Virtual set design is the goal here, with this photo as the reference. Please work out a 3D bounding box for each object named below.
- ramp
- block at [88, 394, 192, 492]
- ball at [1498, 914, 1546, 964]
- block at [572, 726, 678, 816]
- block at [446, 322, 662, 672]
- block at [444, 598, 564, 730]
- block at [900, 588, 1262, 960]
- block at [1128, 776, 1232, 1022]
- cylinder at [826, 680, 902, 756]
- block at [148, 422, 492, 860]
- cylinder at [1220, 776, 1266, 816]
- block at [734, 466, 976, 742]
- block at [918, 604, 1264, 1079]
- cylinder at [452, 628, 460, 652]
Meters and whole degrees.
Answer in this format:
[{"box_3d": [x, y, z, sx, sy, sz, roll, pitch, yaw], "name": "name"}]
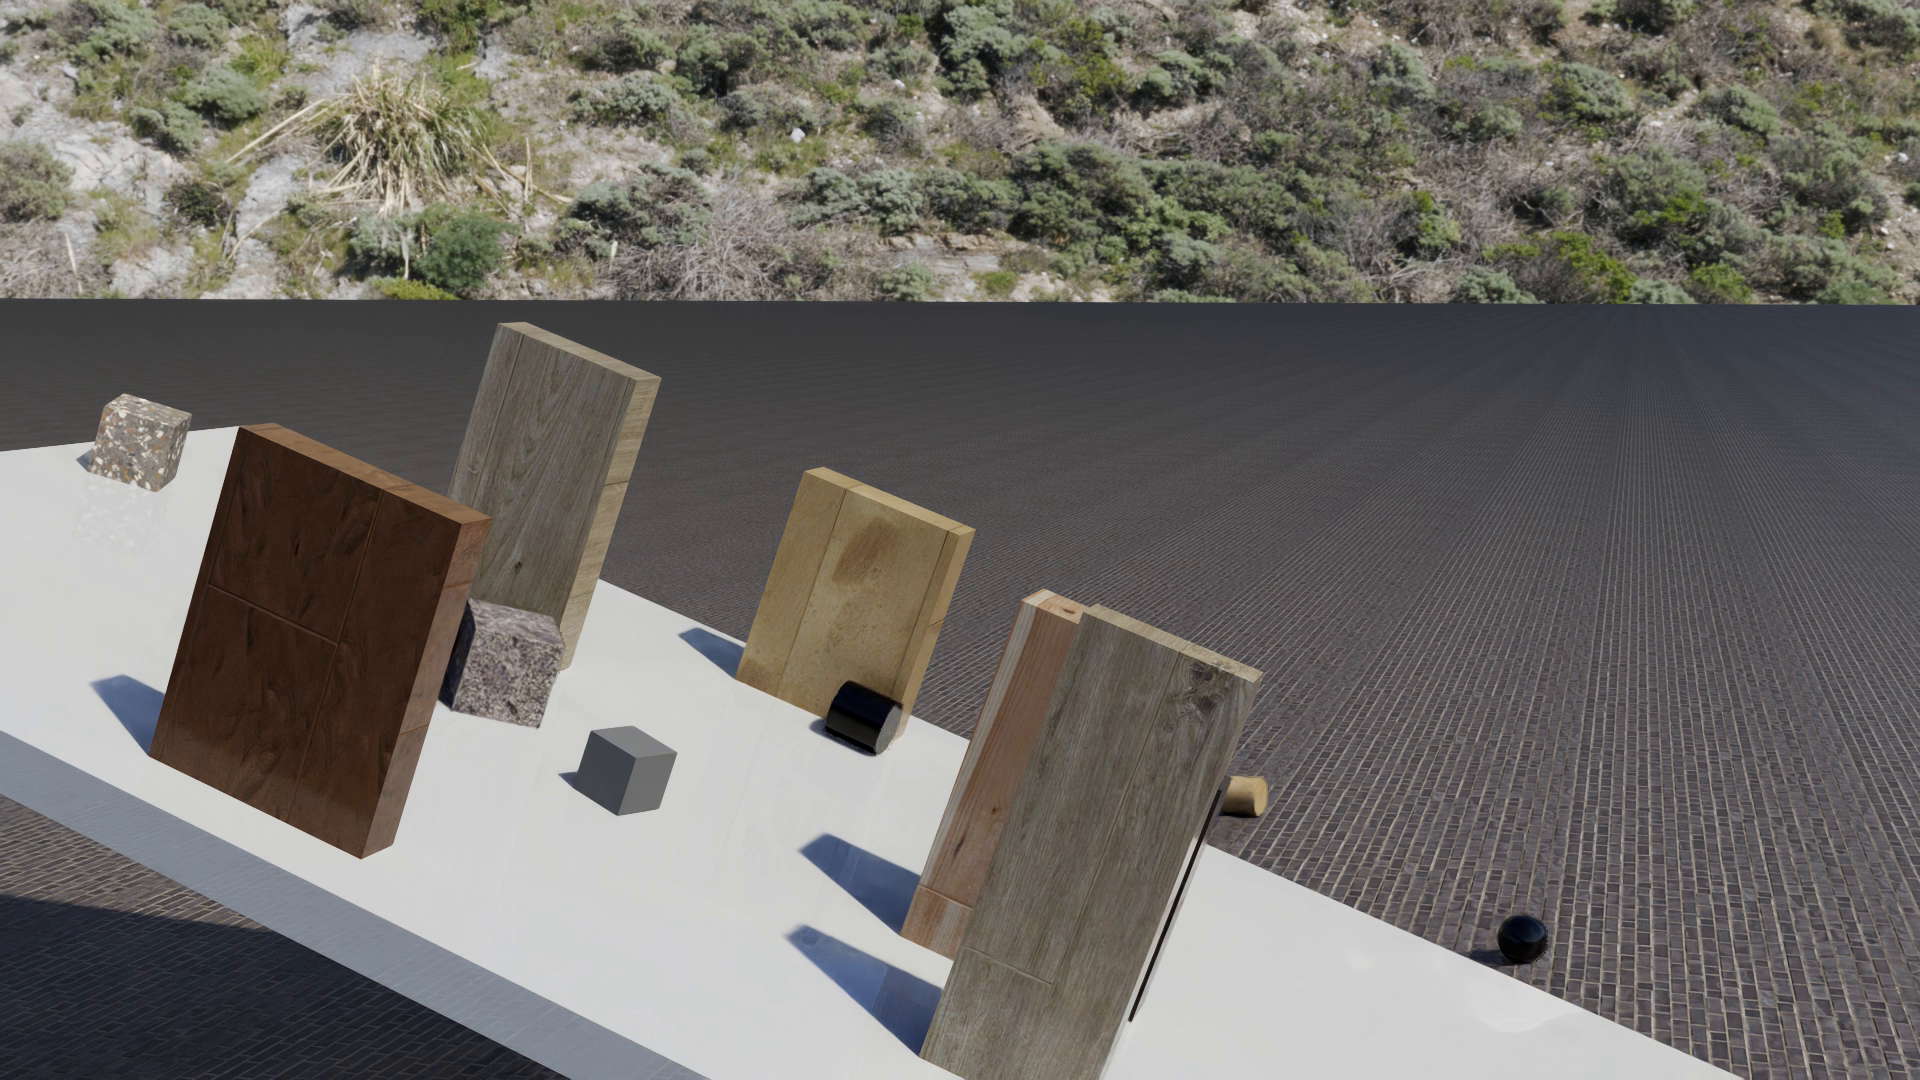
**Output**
[{"box_3d": [-0.333, 0.610, 4.211, 4.000, 0.100, 2.000, 22, 13, 14], "name": "ramp"}, {"box_3d": [-1.830, -0.218, 4.910, 0.154, 0.154, 0.154, 18, 12, -9], "name": "block"}, {"box_3d": [1.513, 1.074, 5.921, 0.130, 0.130, 0.130, 0, 7, 0], "name": "ball"}, {"box_3d": [-0.619, 0.425, 4.063, 0.117, 0.117, 0.117, 26, 14, 29], "name": "block"}, {"box_3d": [-0.889, -0.086, 4.595, 0.330, 0.659, 0.117, 22, 13, 14], "name": "block"}, {"box_3d": [-0.894, 0.241, 4.305, 0.174, 0.174, 0.174, 15, 13, -22], "name": "block"}, {"box_3d": [0.208, 0.473, 3.864, 0.419, 0.652, 0.149, 22, 13, 14], "name": "block"}, {"box_3d": [0.203, 0.560, 3.940, 0.421, 0.457, 0.101, 22, 13, 14], "name": "block"}, {"box_3d": [-0.210, 0.390, 4.828, 0.125, 0.125, 0.125, 23, 13, 15], "name": "cylinder"}, {"box_3d": [-1.027, 0.158, 3.512, 0.415, 0.576, 0.094, 22, 13, 14], "name": "block"}, {"box_3d": [0.971, 0.878, 7.555, 0.129, 0.129, 0.129, 3, 8, 26], "name": "cylinder"}, {"box_3d": [-0.238, 0.146, 4.942, 0.385, 0.508, 0.122, 22, 13, 14], "name": "block"}, {"box_3d": [0.197, 0.510, 3.408, 0.277, 0.771, 0.090, 22, 13, 14], "name": "block"}, {"box_3d": [-1.110, 0.147, 4.337, 0.195, 0.195, 0.195, -4, 23, -29], "name": "cylinder"}]
